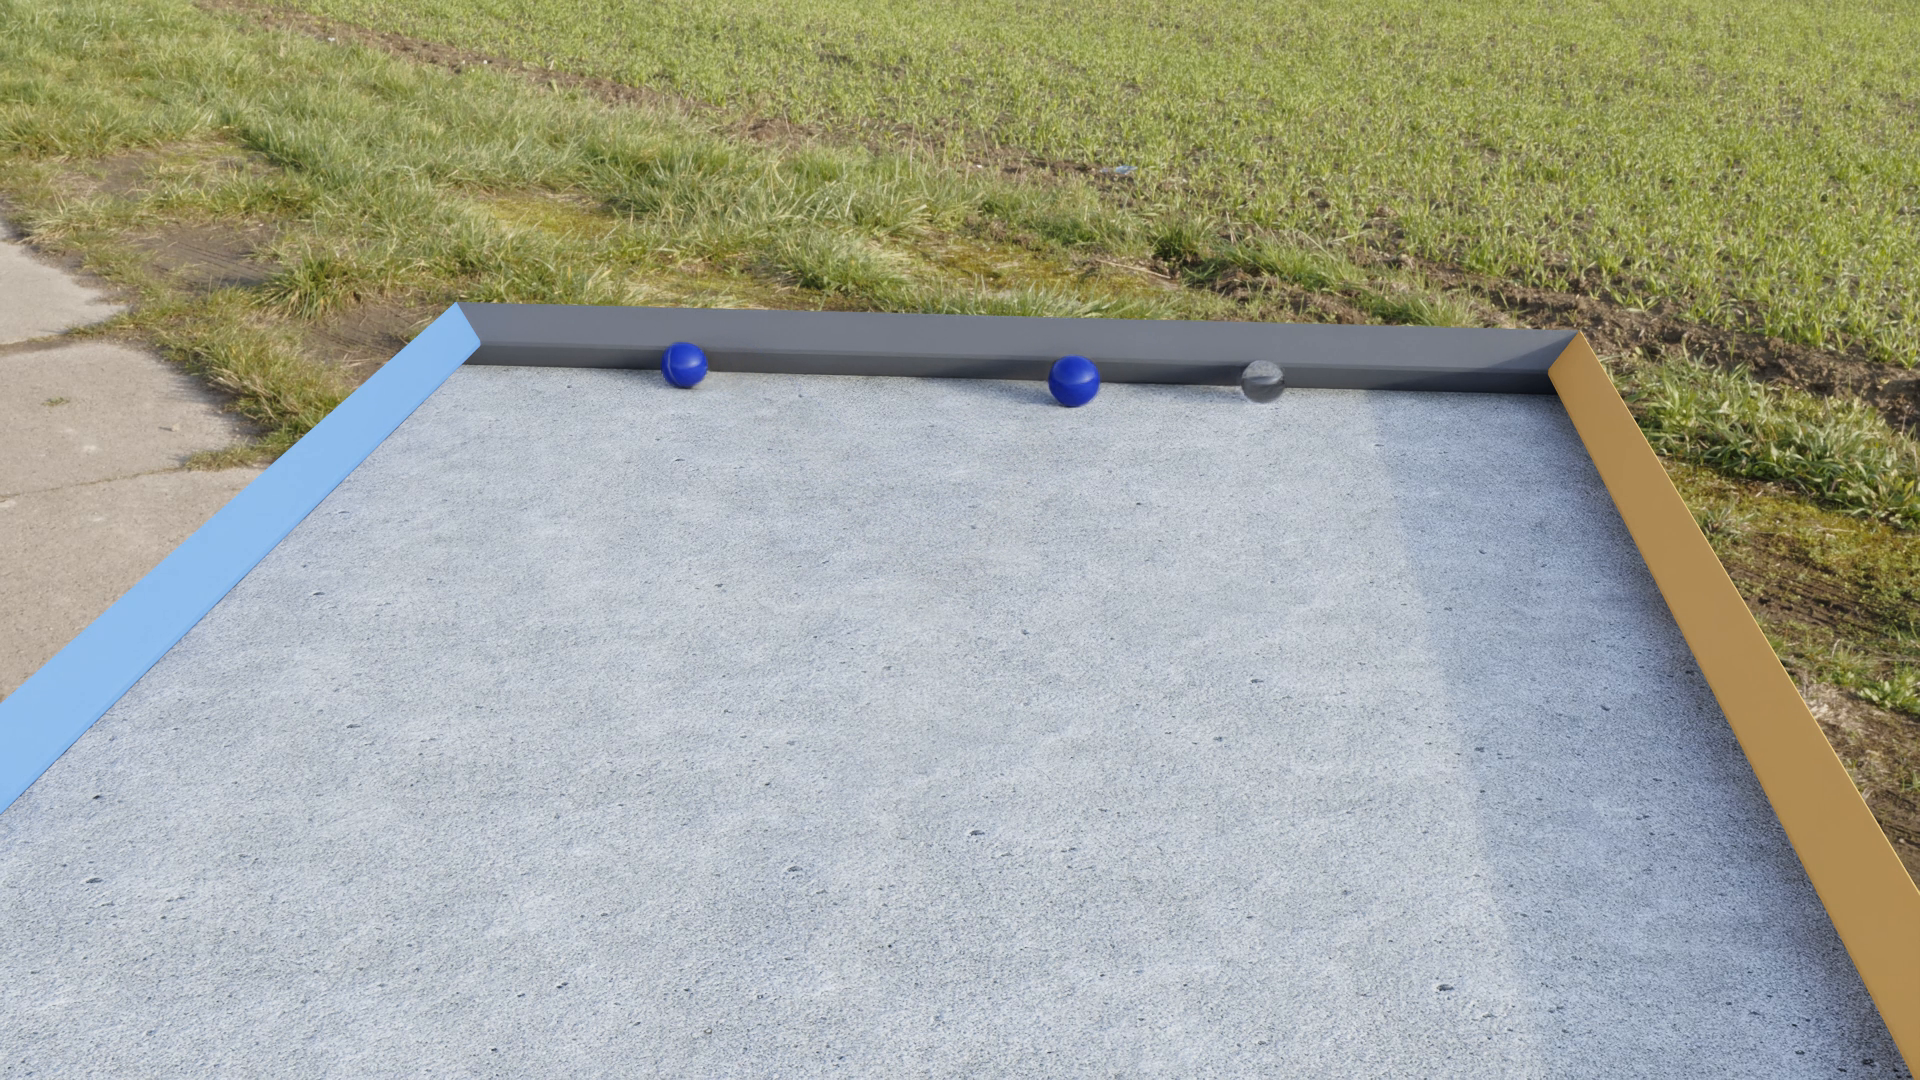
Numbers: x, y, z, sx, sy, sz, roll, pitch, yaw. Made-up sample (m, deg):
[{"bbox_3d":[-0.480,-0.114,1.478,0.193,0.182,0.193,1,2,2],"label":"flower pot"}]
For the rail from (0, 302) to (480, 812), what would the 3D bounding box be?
[{"bbox_3d":[-0.791,0.207,1.793,0.045,0.088,2.669,2,22,5],"label":"rail"}]

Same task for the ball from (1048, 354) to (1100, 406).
[{"bbox_3d":[0.148,-0.208,2.864,0.068,0.068,0.068,0,22,0],"label":"ball"}]

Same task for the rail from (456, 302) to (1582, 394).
[{"bbox_3d":[0.059,-0.251,2.943,1.514,0.088,0.045,2,22,5],"label":"rail"}]

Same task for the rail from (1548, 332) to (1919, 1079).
[{"bbox_3d":[0.669,0.257,1.668,0.045,0.088,2.669,2,22,5],"label":"rail"}]

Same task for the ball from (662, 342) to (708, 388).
[{"bbox_3d":[-0.367,-0.234,2.938,0.061,0.061,0.061,0,22,0],"label":"ball"}]

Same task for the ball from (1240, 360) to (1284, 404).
[{"bbox_3d":[0.396,-0.207,2.876,0.057,0.057,0.057,0,22,0],"label":"ball"}]
